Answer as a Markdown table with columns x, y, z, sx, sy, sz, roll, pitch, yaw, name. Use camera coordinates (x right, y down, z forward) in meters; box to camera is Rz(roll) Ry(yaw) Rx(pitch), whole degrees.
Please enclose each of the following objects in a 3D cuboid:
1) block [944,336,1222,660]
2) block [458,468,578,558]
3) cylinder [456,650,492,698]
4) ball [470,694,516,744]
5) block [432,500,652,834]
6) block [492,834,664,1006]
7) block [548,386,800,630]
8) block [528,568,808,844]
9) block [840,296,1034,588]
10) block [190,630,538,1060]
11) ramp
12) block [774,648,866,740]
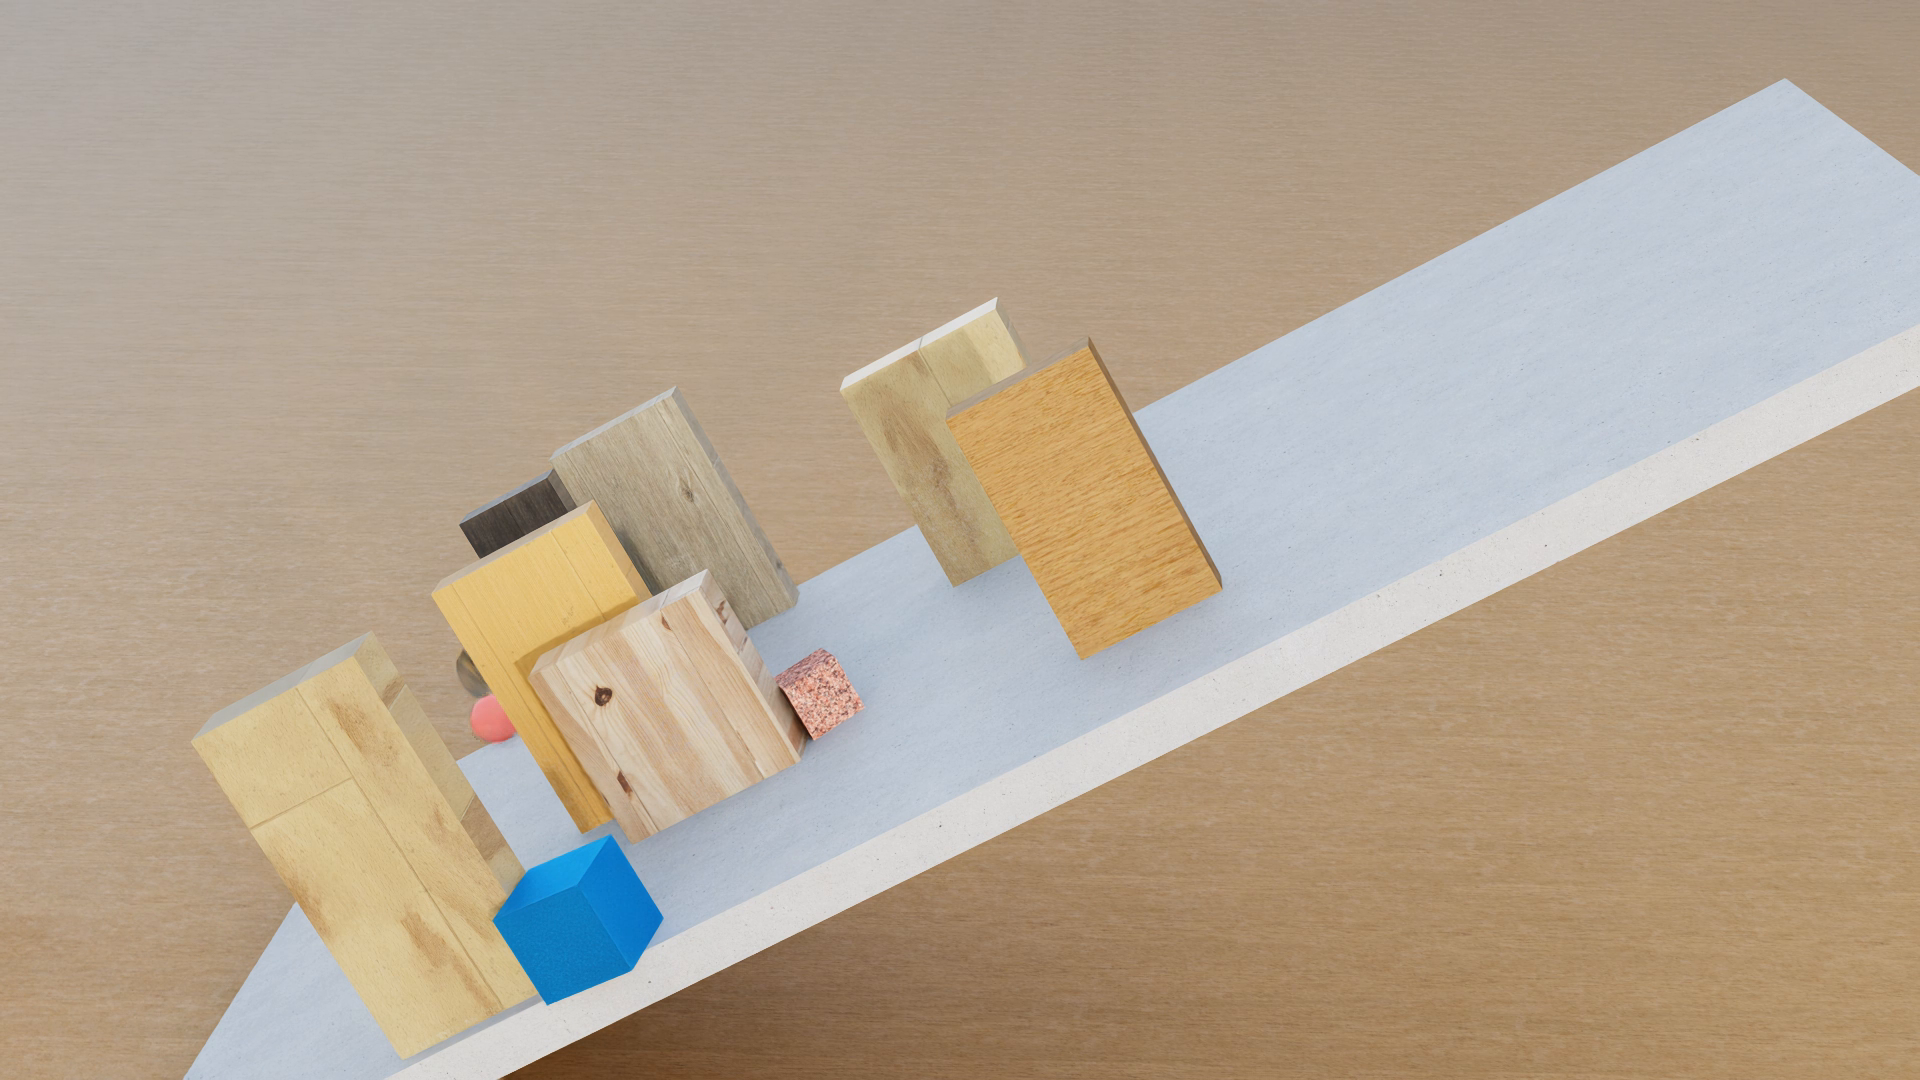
| x | y | z | sx | sy | sz | roll | pitch | yaw | name |
| --- | --- | --- | --- | --- | --- | --- | --- | --- | --- |
| 0.239 | -0.077 | 5.614 | 0.305 | 0.543 | 0.087 | -27 | 14 | 11 | block |
| -0.910 | 0.157 | 6.937 | 0.243 | 0.615 | 0.081 | -27 | 14 | 11 | block |
| -1.376 | 0.368 | 8.703 | 0.160 | 0.160 | 0.160 | 9 | 20 | 26 | cylinder |
| -1.179 | 0.453 | 7.459 | 0.124 | 0.124 | 0.124 | 0 | 18 | 0 | ball |
| -0.796 | 0.275 | 6.293 | 0.385 | 0.620 | 0.096 | -27 | 14 | 11 | block |
| -0.712 | 0.709 | 5.498 | 0.195 | 0.195 | 0.195 | -24 | 15 | 21 | block |
| -0.694 | -0.030 | 7.185 | 0.346 | 0.601 | 0.094 | -27 | 14 | 11 | block |
| -0.599 | 0.346 | 6.073 | 0.407 | 0.418 | 0.136 | -27 | 14 | 11 | block |
| 0.034 | -0.215 | 6.547 | 0.390 | 0.518 | 0.114 | -27 | 14 | 11 | block |
| -1.082 | 0.581 | 5.558 | 0.361 | 0.739 | 0.140 | -27 | 14 | 11 | block |
| 0.141 | 0.167 | 6.282 | 4.000 | 0.100 | 2.000 | -27 | 14 | 11 | ramp |
| -0.298 | 0.321 | 6.156 | 0.127 | 0.127 | 0.127 | -32 | 14 | -10 | block |
